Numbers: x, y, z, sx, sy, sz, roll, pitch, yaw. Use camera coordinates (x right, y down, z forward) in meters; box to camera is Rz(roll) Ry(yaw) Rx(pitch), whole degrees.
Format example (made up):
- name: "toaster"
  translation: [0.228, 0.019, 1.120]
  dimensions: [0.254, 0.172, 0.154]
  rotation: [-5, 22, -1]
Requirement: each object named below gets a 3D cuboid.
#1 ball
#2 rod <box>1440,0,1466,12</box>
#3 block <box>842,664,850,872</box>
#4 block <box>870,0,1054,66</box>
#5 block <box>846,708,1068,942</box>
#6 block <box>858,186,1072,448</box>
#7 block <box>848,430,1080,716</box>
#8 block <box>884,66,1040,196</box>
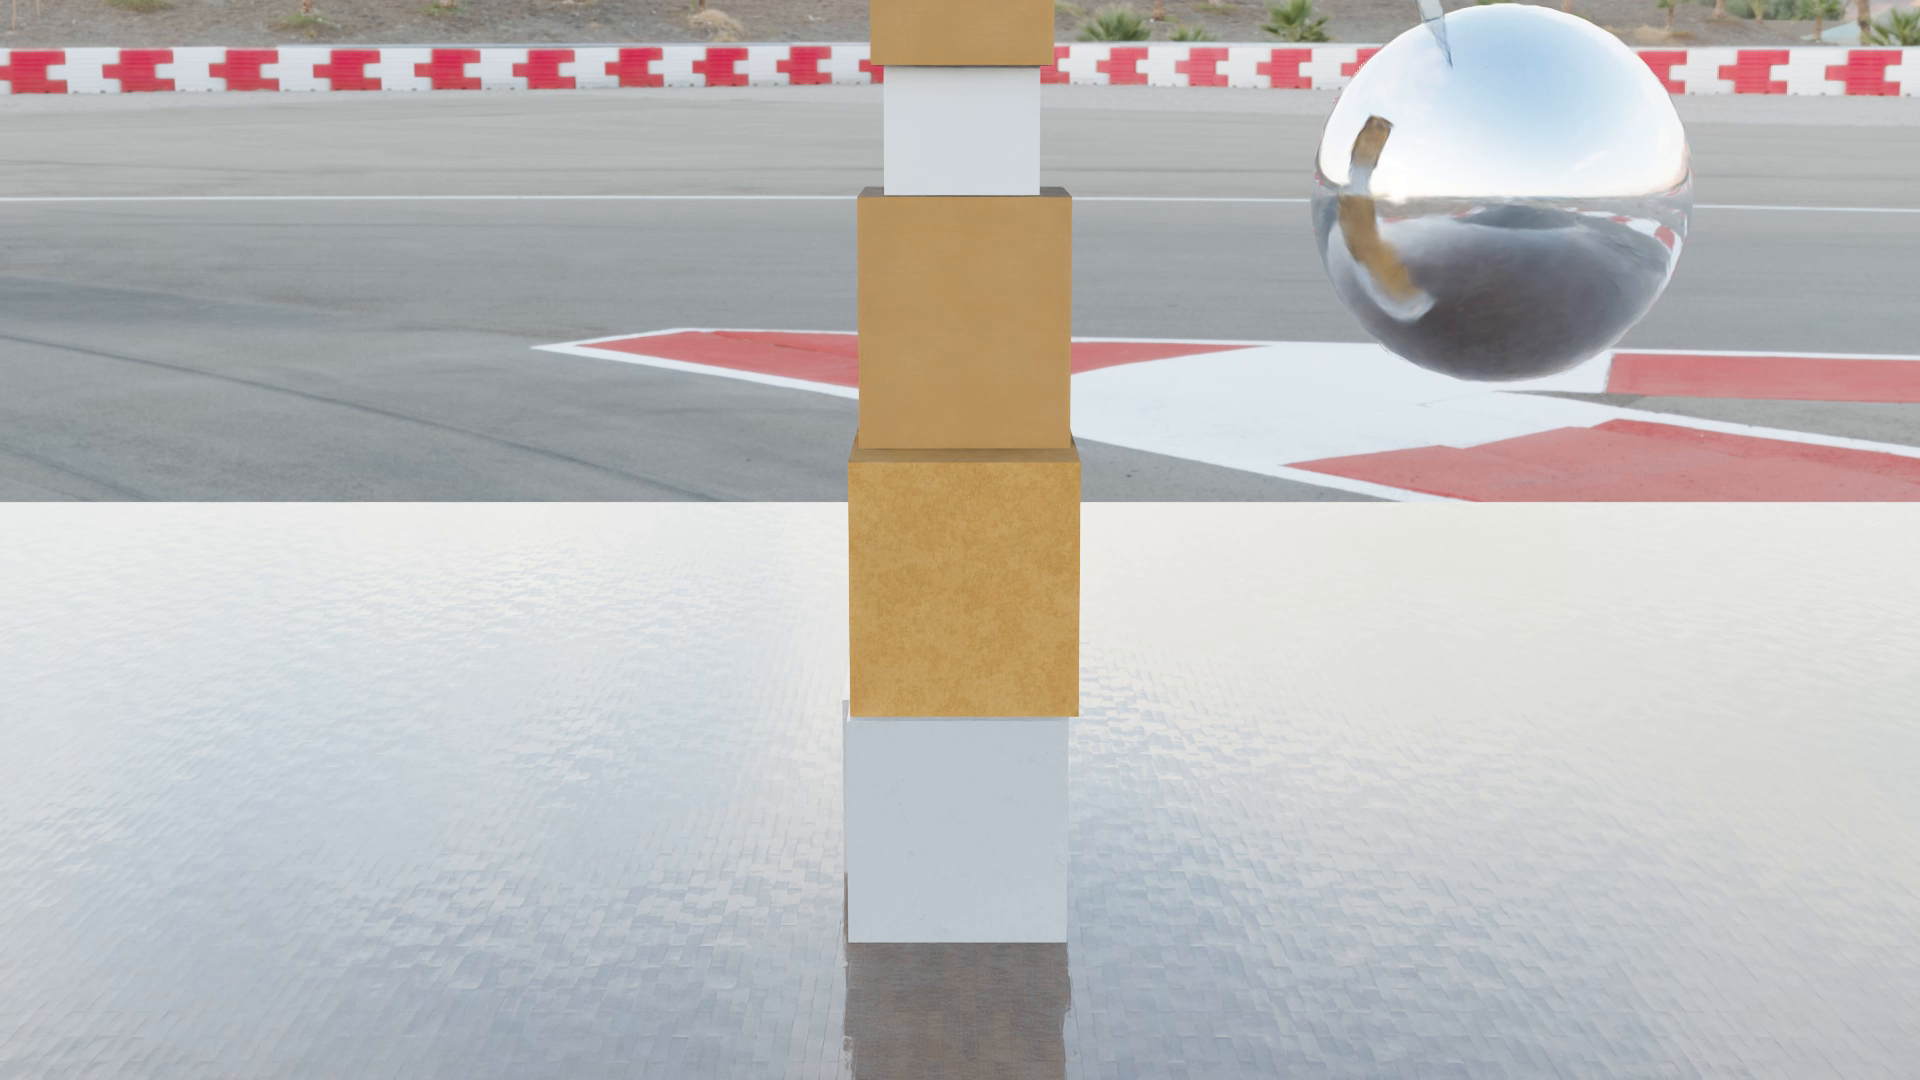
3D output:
- name: "ball"
  translation: [2.295, -1.466, 10.914]
  dimensions: [1.600, 1.600, 1.600]
  rotation: [0, 10, 0]
- name: "rod"
  translation: [0.994, -4.557, 10.352]
  dimensions: [0.080, 5.200, 0.080]
  rotation: [-24, 9, 4]
- name: "block"
  translation: [-0.020, 1.004, 11.836]
  dimensions: [0.996, 0.790, 0.986]
  rotation: [0, 10, 0]
- name: "block"
  translation: [0.009, -2.341, 10.755]
  dimensions: [0.744, 0.690, 0.840]
  rotation: [0, 10, 0]
- name: "block"
  translation: [-0.009, 1.107, 10.876]
  dimensions: [0.895, 0.931, 0.921]
  rotation: [0, 10, 0]
- name: "block"
  translation: [0.019, -0.974, 11.003]
  dimensions: [0.874, 1.033, 0.972]
  rotation: [0, 10, 0]
- name: "block"
  translation: [0.018, 0.115, 10.812]
  dimensions: [0.930, 1.043, 0.997]
  rotation: [0, 10, 0]
- name: "block"
  translation: [0.008, -1.742, 10.864]
  dimensions: [0.642, 0.528, 0.635]
  rotation: [0, 10, 0]
